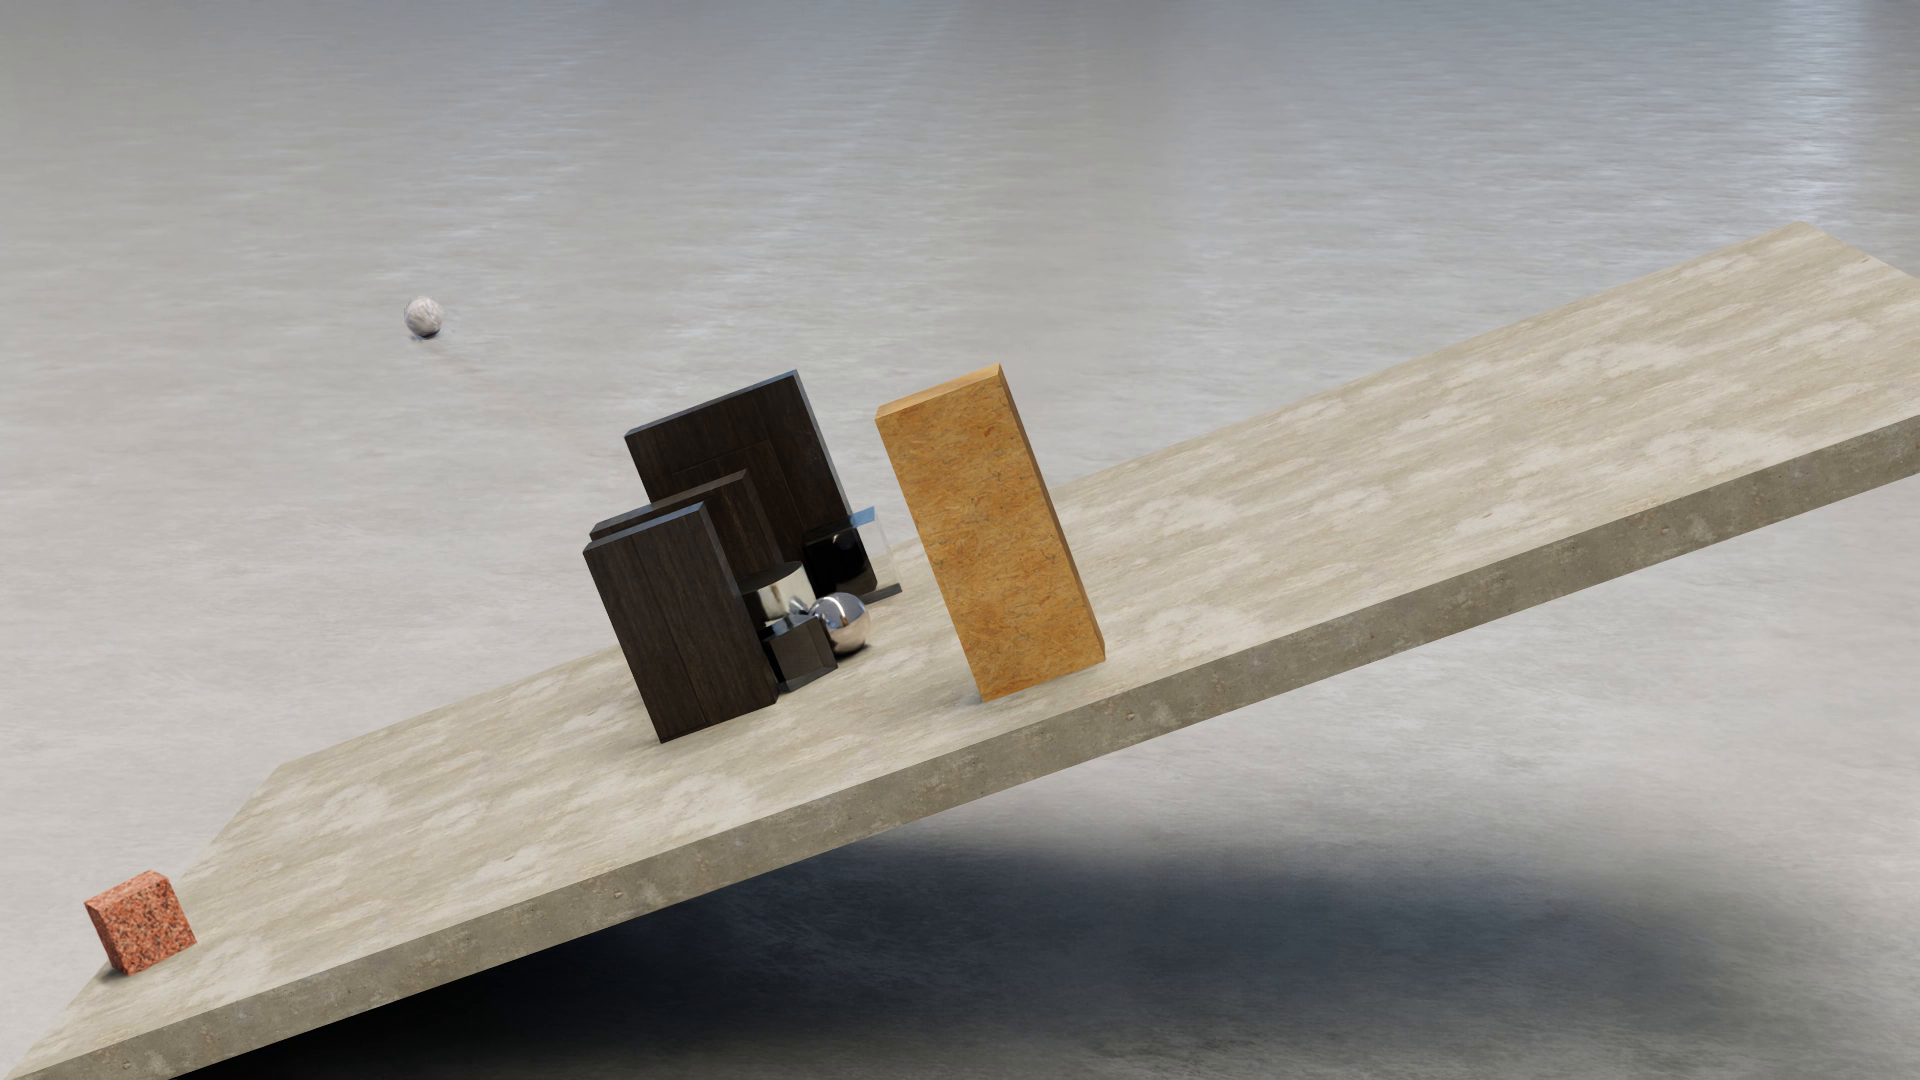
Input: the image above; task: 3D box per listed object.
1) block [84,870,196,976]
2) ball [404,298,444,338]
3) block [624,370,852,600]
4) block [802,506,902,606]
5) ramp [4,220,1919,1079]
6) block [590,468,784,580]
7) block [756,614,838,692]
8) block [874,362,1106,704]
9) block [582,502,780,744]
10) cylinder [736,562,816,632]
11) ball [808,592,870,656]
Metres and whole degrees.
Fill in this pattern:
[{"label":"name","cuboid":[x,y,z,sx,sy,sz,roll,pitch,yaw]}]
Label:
[{"label":"block","cuboid":[-1.685,0.786,6.043,0.150,0.150,0.150,-27,13,-25]},{"label":"ball","cuboid":[-2.685,-1.115,14.750,0.197,0.197,0.197,0,13,0]},{"label":"block","cuboid":[-0.492,-0.078,6.949,0.427,0.533,0.083,-20,12,7]},{"label":"block","cuboid":[-0.250,0.051,6.821,0.179,0.179,0.179,-21,11,2]},{"label":"ramp","cuboid":[0.117,0.176,6.296,4.000,0.100,2.000,-20,12,7]},{"label":"block","cuboid":[-0.577,0.100,6.592,0.366,0.409,0.110,-20,12,7]},{"label":"block","cuboid":[-0.360,0.242,6.276,0.124,0.124,0.124,-28,13,-26]},{"label":"block","cuboid":[0.060,-0.013,5.551,0.244,0.581,0.132,-20,12,7]},{"label":"block","cuboid":[-0.583,0.174,6.177,0.262,0.442,0.085,-20,12,7]},{"label":"cylinder","cuboid":[-0.402,0.179,6.441,0.202,0.202,0.202,-20,11,4]},{"label":"ball","cuboid":[-0.262,0.181,6.340,0.140,0.140,0.140,0,13,0]}]
